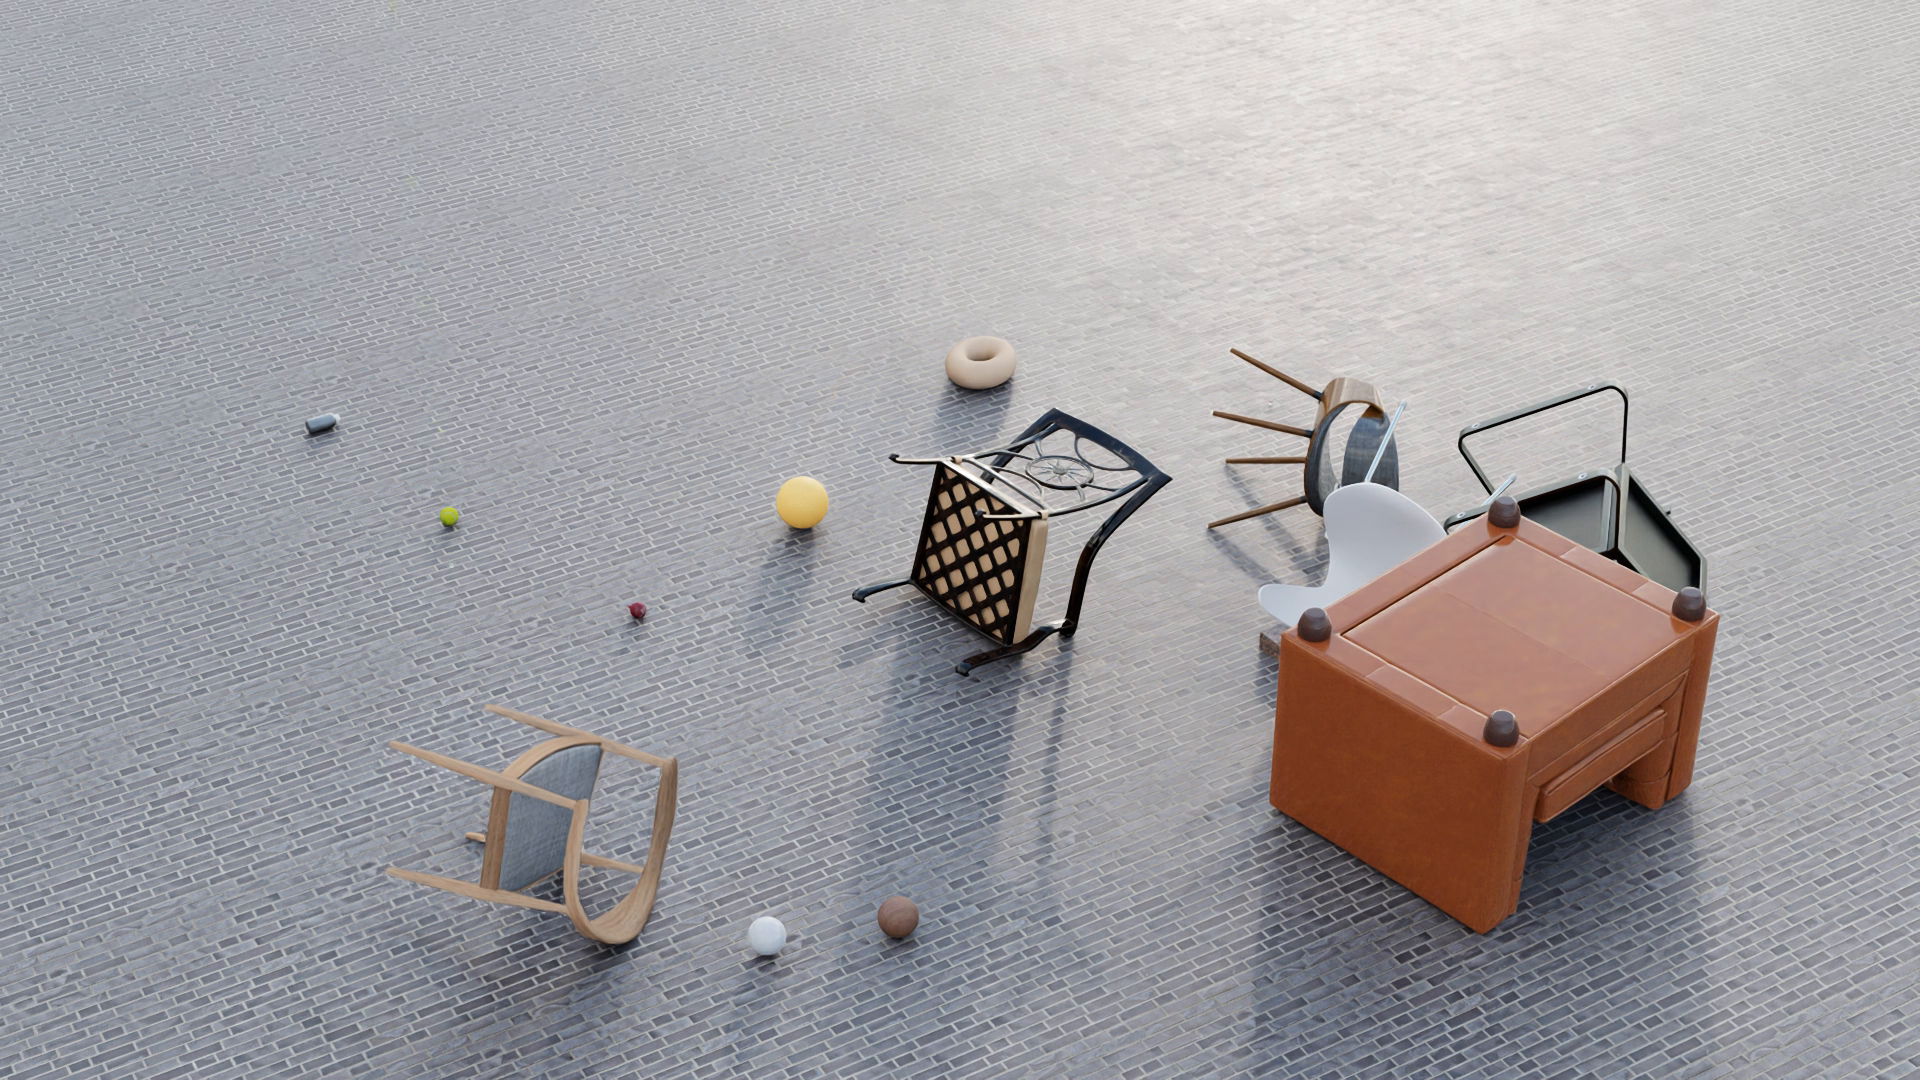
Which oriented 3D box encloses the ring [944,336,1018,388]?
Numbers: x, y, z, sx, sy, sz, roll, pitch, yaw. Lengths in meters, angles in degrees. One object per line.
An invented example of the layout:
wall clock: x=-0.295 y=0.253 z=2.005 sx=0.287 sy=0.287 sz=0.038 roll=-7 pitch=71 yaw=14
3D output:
ring: x=0.086 y=-0.723 z=11.939 sx=0.288 sy=0.114 sz=0.333 roll=13 pitch=34 yaw=21

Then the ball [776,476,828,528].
ball: x=-0.590 y=-0.141 z=10.979 sx=0.197 sy=0.197 sz=0.197 roll=0 pitch=33 yaw=0

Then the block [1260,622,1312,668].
block: x=1.146 y=0.370 z=10.320 sx=0.109 sy=0.069 sz=0.154 roll=-20 pitch=38 yaw=-28

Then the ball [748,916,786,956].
ball: x=-0.593 y=1.214 z=8.993 sx=0.119 sy=0.119 sz=0.119 roll=0 pitch=33 yaw=0
